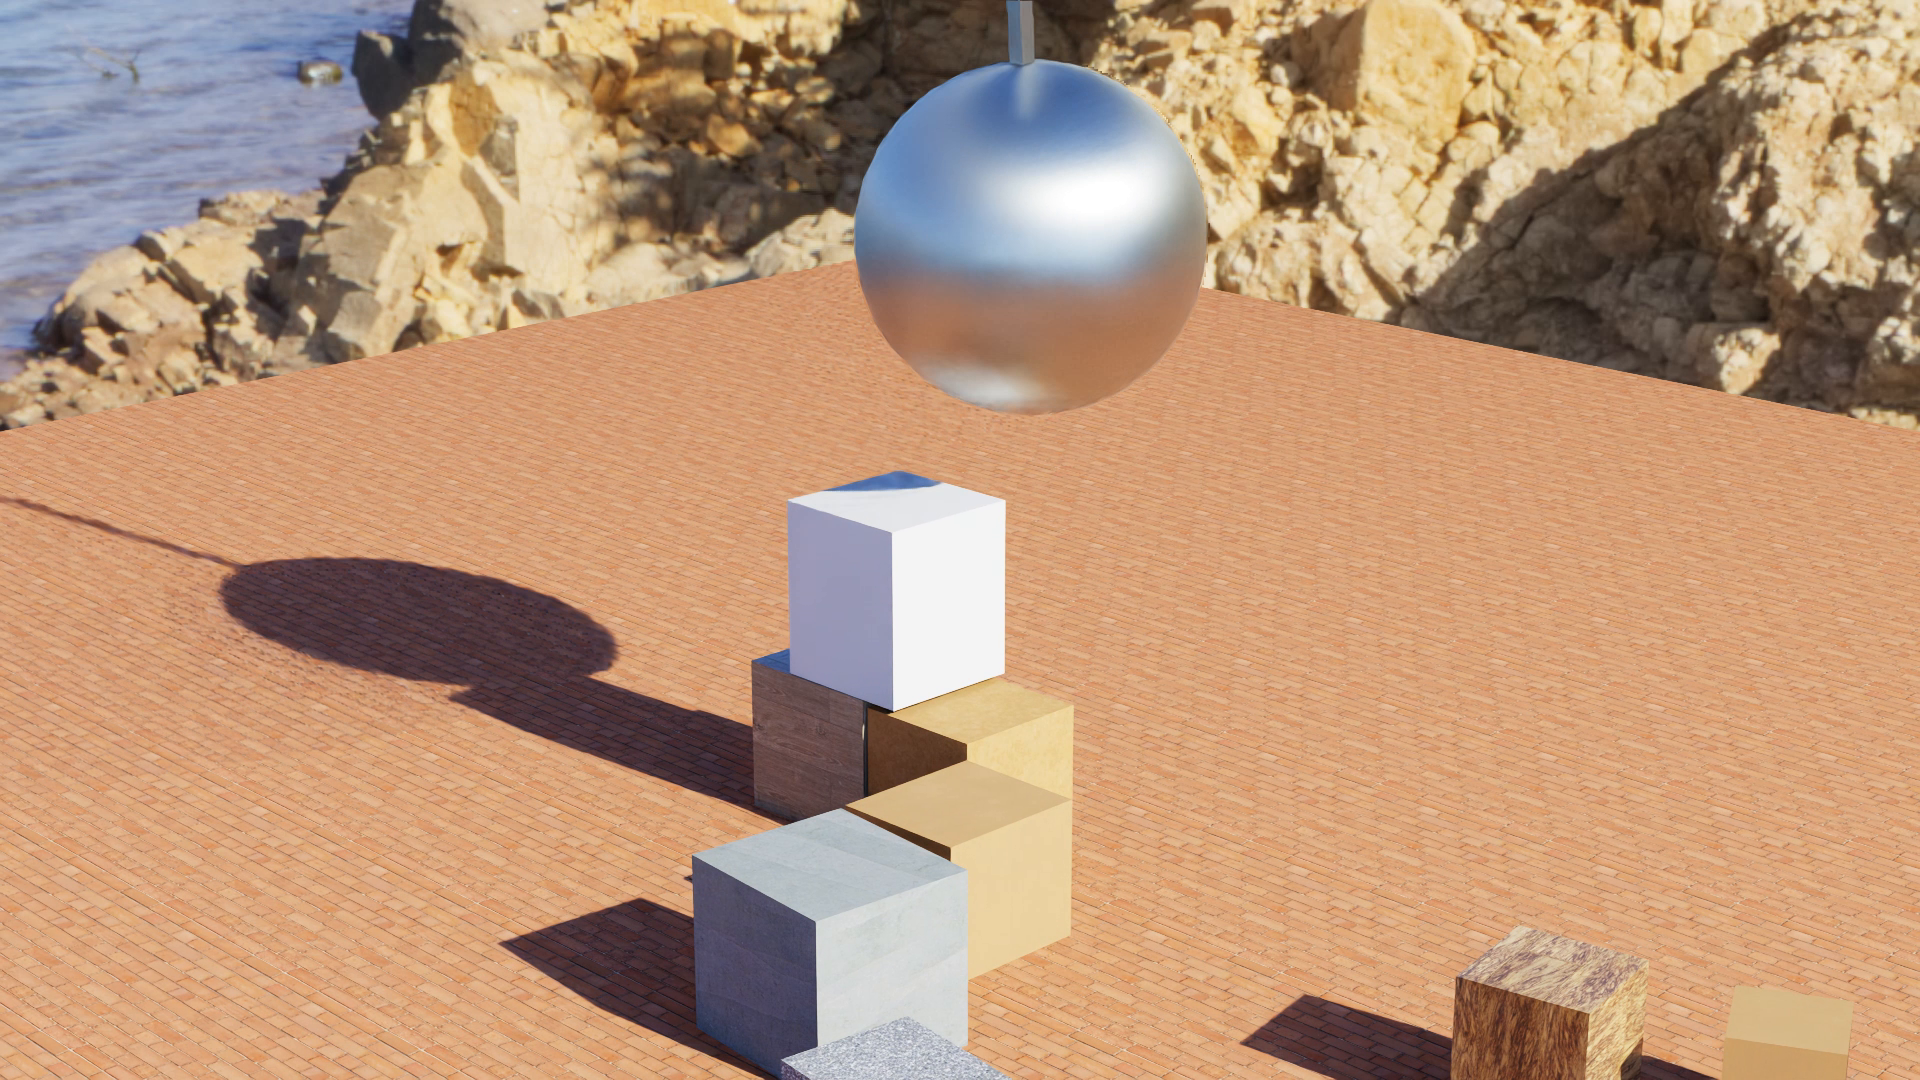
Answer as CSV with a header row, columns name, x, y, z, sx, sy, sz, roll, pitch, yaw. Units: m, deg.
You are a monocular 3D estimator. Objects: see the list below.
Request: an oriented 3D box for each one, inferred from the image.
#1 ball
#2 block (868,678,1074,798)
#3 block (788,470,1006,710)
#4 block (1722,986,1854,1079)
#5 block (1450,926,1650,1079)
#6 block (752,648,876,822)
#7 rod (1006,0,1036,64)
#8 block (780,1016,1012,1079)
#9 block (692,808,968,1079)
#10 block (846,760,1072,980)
name,x,y,z,sx,sy,sz,roll,pitch,yaw
ball,0.318,-1.364,13.247,1.600,1.600,1.600,0,17,0
block,0.049,1.106,13.641,0.696,0.709,0.650,-17,24,-42
block,-0.296,0.222,13.730,0.720,0.853,0.712,-16,24,-42
block,3.105,2.032,11.040,0.437,0.504,0.460,6,18,18
block,2.253,1.917,11.229,0.541,0.609,0.555,12,21,33
block,-0.458,0.935,14.128,0.751,0.745,0.778,-17,24,-42
rod,0.138,-4.544,12.058,0.080,5.200,0.080,17,28,42
block,-0.224,2.163,10.410,0.560,0.630,0.618,-13,22,-36
block,-0.523,1.652,11.807,0.754,0.768,0.826,-14,22,-38
block,-0.004,1.434,12.714,0.737,0.640,0.643,-17,24,-42
